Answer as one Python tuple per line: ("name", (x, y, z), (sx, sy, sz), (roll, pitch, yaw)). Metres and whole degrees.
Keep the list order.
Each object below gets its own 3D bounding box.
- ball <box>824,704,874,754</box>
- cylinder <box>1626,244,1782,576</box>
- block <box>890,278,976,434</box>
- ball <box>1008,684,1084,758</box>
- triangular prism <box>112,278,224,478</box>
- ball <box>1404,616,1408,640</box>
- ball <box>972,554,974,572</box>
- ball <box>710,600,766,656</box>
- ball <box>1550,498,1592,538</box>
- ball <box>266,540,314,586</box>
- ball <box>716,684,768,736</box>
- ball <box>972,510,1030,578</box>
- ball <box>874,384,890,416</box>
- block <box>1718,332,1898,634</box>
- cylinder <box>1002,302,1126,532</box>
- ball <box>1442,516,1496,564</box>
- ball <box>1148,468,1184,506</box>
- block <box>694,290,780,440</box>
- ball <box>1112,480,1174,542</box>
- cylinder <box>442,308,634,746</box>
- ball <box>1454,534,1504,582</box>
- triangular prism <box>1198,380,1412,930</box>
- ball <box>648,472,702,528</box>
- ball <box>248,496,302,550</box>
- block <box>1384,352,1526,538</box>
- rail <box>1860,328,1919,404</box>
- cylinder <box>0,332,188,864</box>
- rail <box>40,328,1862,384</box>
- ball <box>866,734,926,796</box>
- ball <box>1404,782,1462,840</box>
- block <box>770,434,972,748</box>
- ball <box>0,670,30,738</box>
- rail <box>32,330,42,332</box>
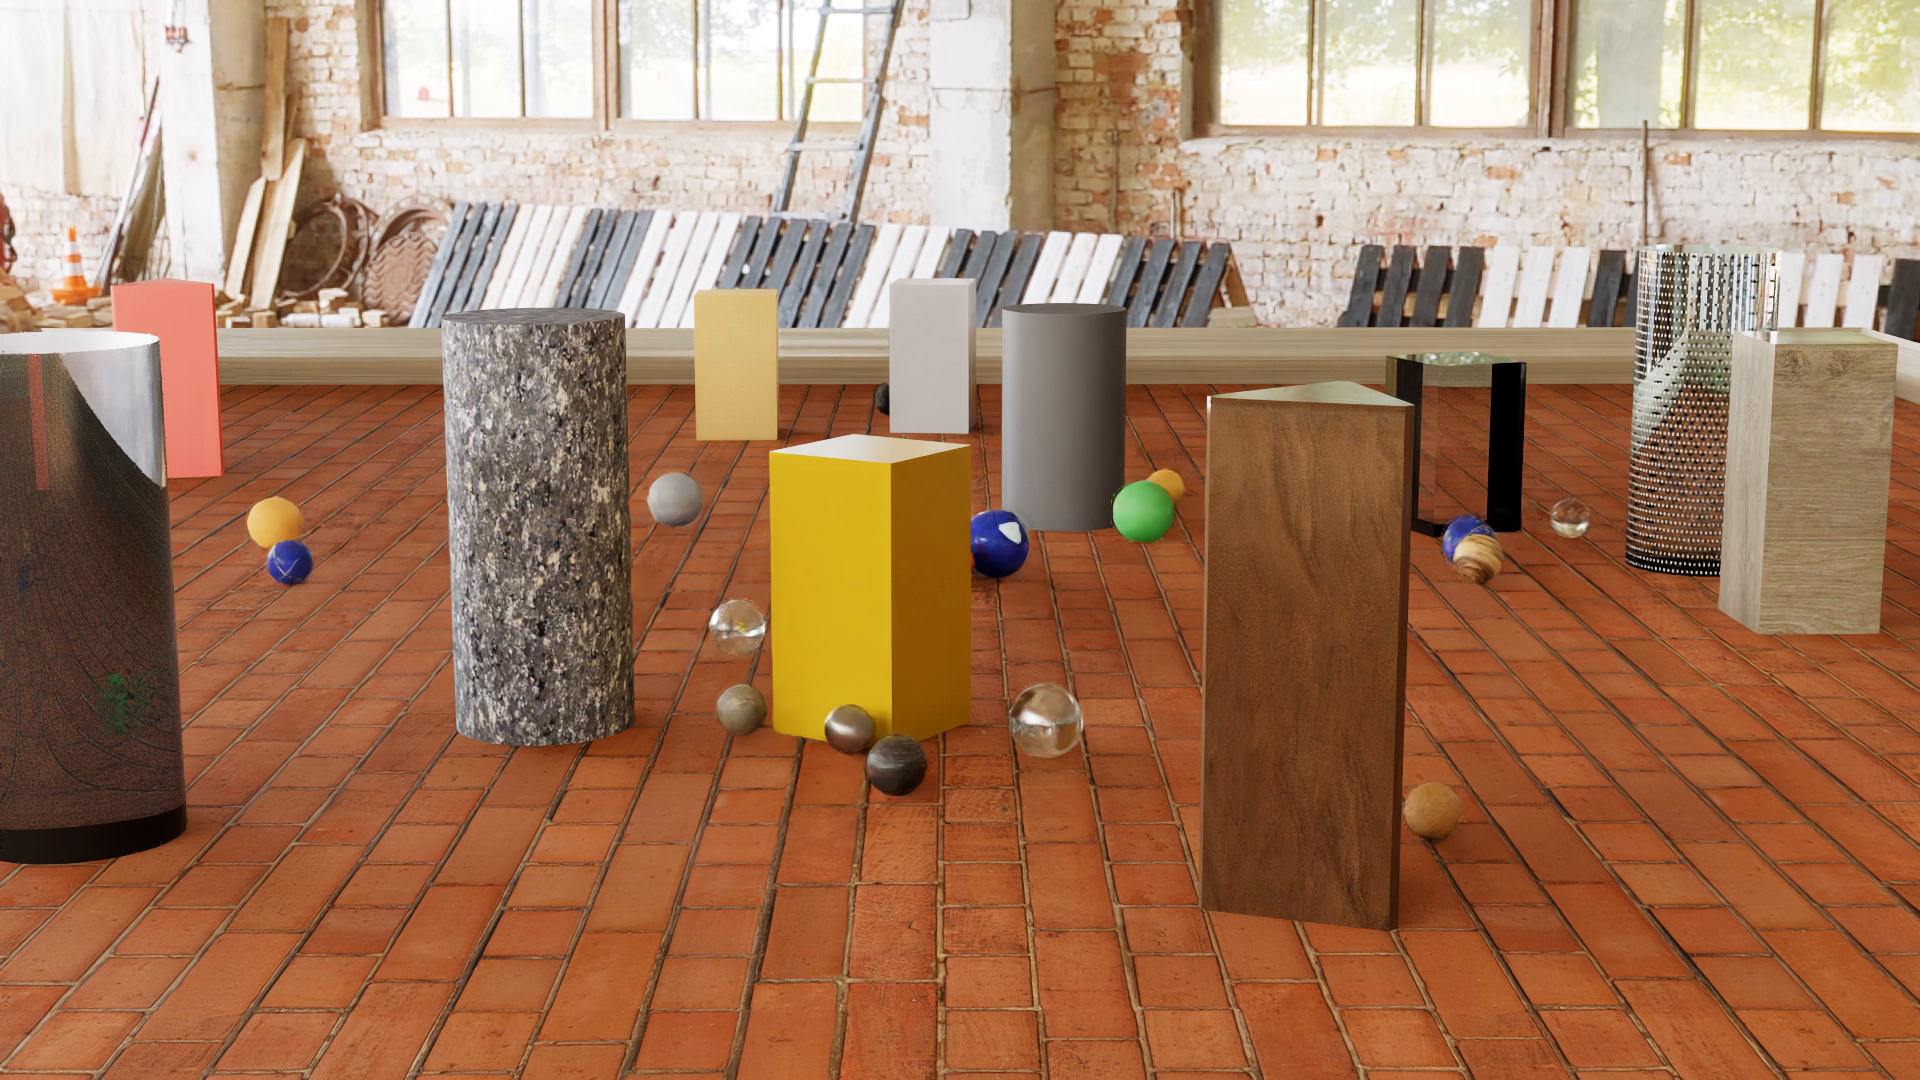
("ball", (-0.119, 0.203, 2.747), (0.053, 0.053, 0.053), (0, 10, 0))
("cylinder", (1.086, -0.193, 3.755), (0.198, 0.464, 0.198), (0, 10, 0))
("block", (-0.054, -0.375, 5.197), (0.159, 0.297, 0.159), (1, 11, 6))
("ball", (0.091, 0.193, 2.728), (0.080, 0.080, 0.080), (0, 10, 0))
("triangular prism", (-1.428, -0.295, 4.634), (0.172, 0.344, 0.149), (-3, 11, -15))
("ball", (0.518, 0.110, 3.190), (0.075, 0.075, 0.075), (0, 10, 0))
("ball", (-0.014, 0.032, 3.614), (0.069, 0.069, 0.069), (0, 10, 0))
("ball", (-0.278, 0.110, 3.205), (0.069, 0.069, 0.069), (0, 10, 0))
("ball", (0.952, -0.034, 3.998), (0.063, 0.063, 0.063), (0, 10, 0))
("ball", (-0.950, 0.032, 3.639), (0.065, 0.065, 0.065), (0, 10, 0))
("ball", (-0.240, 0.187, 2.825), (0.056, 0.056, 0.056), (0, 10, 0))
("ball", (0.051, 0.005, 3.688), (0.099, 0.099, 0.099), (0, 10, 0))
("ball", (-0.146, -0.296, 5.403), (0.068, 0.068, 0.068), (0, 10, 0))
("block", (1.111, -0.078, 3.371), (0.159, 0.377, 0.159), (0, 10, -2))
("cylinder", (0.167, -0.200, 4.125), (0.198, 0.344, 0.198), (0, 10, 0))
("ball", (0.744, 0.005, 3.748), (0.078, 0.078, 0.078), (0, 10, 0))
("ball", (0.341, -0.086, 4.273), (0.065, 0.065, 0.065), (0, 10, 0))
("block", (-0.442, -0.350, 5.103), (0.159, 0.283, 0.159), (0, 10, -2))
("ball", (0.283, -0.044, 3.961), (0.096, 0.096, 0.096), (0, 10, 0))
("cylinder", (-0.465, -0.020, 2.837), (0.198, 0.457, 0.198), (0, 10, 0))
("ball", (0.739, 0.026, 3.654), (0.070, 0.070, 0.070), (0, 10, 0))
("triangular prism", (0.315, 0.093, 2.245), (0.172, 0.451, 0.149), (4, 11, 20))
("ball", (-0.454, -0.064, 4.093), (0.088, 0.088, 0.088), (0, 10, 0))
("ball", (-1.041, -0.025, 3.901), (0.081, 0.081, 0.081), (0, 10, 0))
("block", (0.785, -0.155, 4.085), (0.159, 0.269, 0.159), (-4, 11, -21))
("rail", (2.078, 0.031, 3.461), (0.045, 0.129, 5.039), (0, 10, 0))
("cylinder", (-0.846, 0.049, 2.423), (0.198, 0.473, 0.198), (0, 10, 0))
("rail", (-0.014, -0.421, 5.903), (4.203, 0.129, 0.045), (0, 10, 0))
("ball", (-0.064, 0.228, 2.590), (0.061, 0.061, 0.061), (0, 10, 0))
("ball", (0.450, 0.258, 2.444), (0.054, 0.054, 0.054), (0, 10, 0))
("block", (-0.097, 0.054, 2.835), (0.159, 0.314, 0.159), (7, 12, 32))
("ball", (-1.058, 0.179, 2.805), (0.078, 0.078, 0.078), (0, 10, 0))
("rail", (-2.078, 0.035, 3.437), (0.045, 0.129, 5.039), (0, 10, 0))
